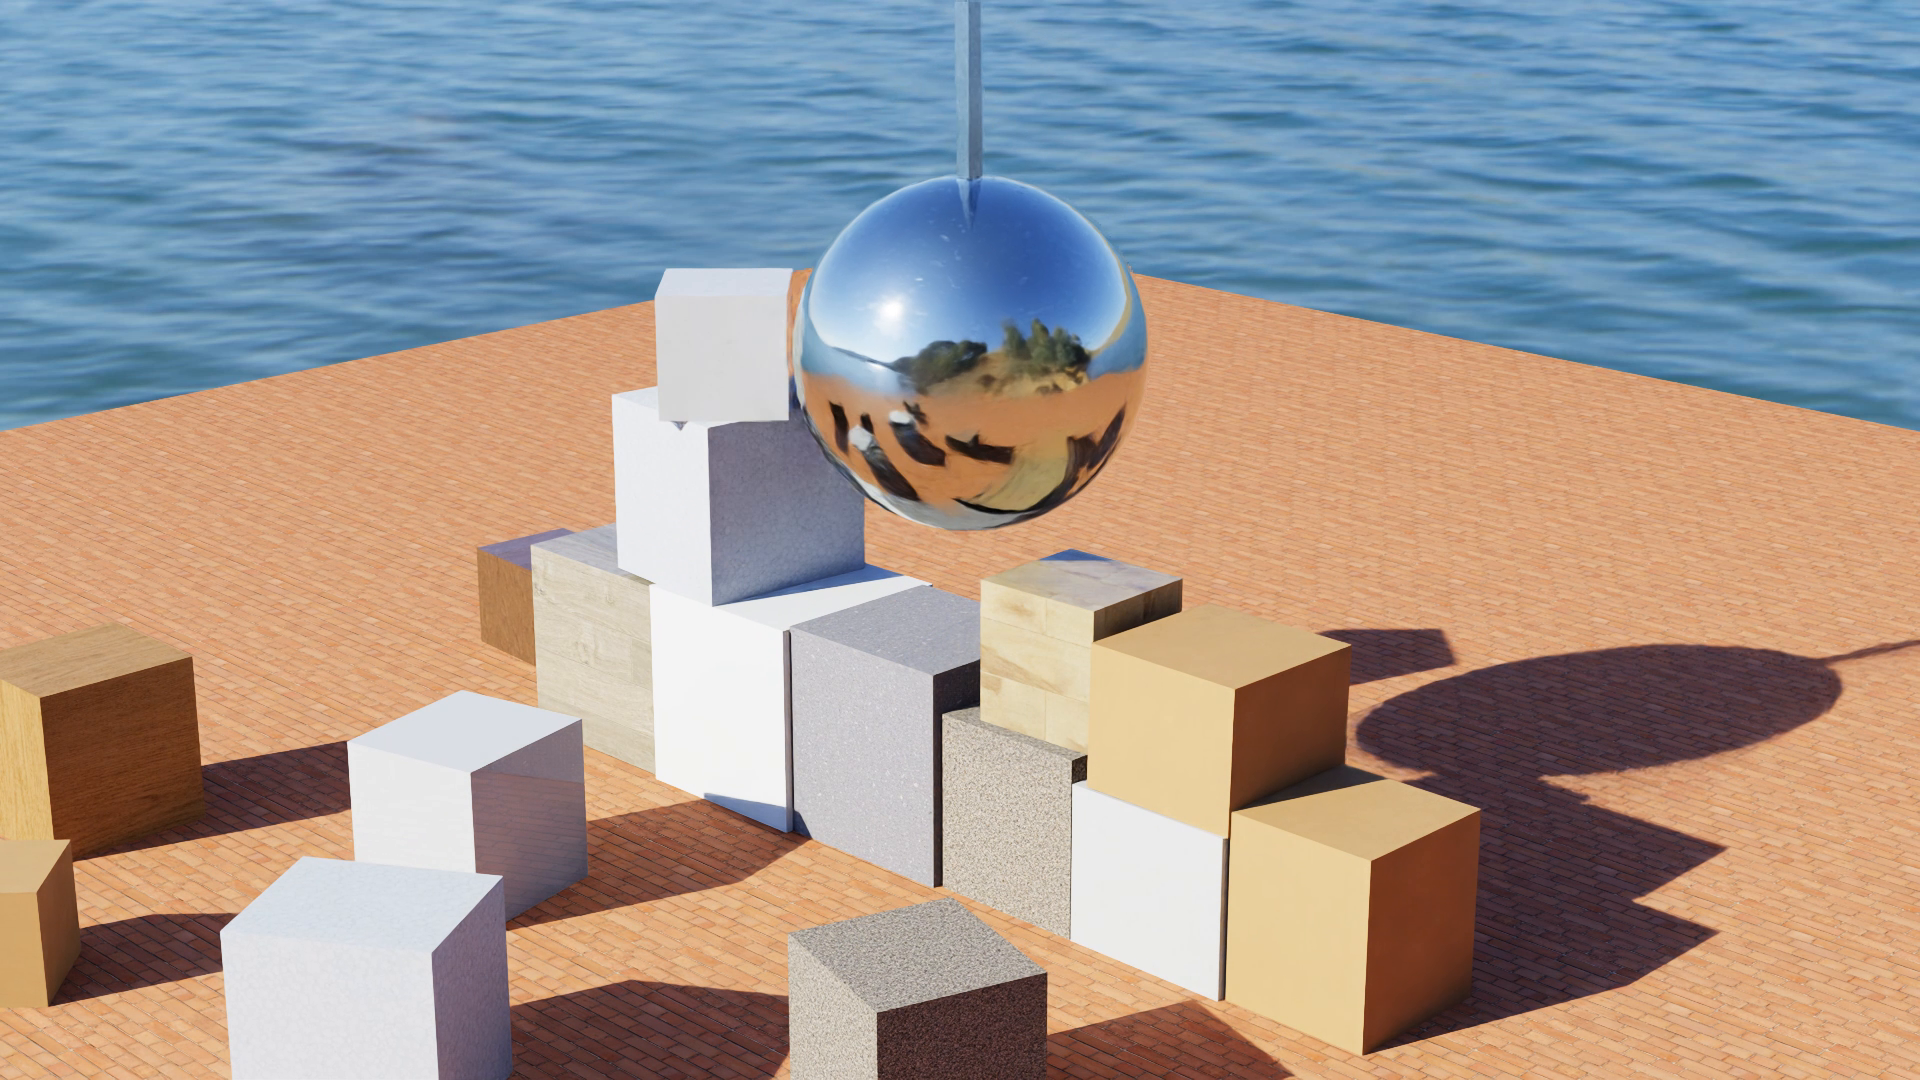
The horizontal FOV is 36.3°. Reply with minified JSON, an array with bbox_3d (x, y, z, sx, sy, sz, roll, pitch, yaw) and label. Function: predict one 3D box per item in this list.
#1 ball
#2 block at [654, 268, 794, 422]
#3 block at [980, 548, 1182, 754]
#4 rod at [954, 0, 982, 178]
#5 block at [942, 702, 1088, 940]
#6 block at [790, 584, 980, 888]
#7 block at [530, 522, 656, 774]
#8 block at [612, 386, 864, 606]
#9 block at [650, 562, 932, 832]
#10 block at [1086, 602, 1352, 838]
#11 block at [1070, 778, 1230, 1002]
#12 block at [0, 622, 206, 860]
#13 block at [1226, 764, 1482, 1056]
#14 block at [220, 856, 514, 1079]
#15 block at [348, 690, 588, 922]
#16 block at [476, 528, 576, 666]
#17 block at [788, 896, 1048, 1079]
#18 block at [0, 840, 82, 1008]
[{"bbox_3d":[0.047,-0.836,13.128,1.600,1.600,1.600,0,17,0],"label":"ball"},{"bbox_3d":[-1.114,-0.936,13.994,0.611,0.603,0.598,0,17,0],"label":"block"},{"bbox_3d":[0.533,0.483,12.914,0.641,0.656,0.609,15,23,40],"label":"block"},{"bbox_3d":[0.020,-4.071,12.084,0.080,5.200,0.080,17,25,42],"label":"rod"},{"bbox_3d":[0.482,1.176,13.201,0.799,0.840,0.785,-17,24,-42],"label":"block"},{"bbox_3d":[-0.150,0.898,13.773,0.948,1.028,0.874,17,24,42],"label":"block"},{"bbox_3d":[-1.512,0.503,15.095,0.929,0.989,0.993,-17,24,-42],"label":"block"},{"bbox_3d":[-1.082,-0.283,14.393,0.925,0.883,0.800,-14,22,-38],"label":"block"},{"bbox_3d":[-0.821,0.701,14.426,0.965,1.013,0.984,17,24,42],"label":"block"},{"bbox_3d":[1.096,0.748,12.433,0.772,0.651,0.782,17,24,41],"label":"block"},{"bbox_3d":[1.062,1.401,12.664,0.802,0.734,0.837,-17,24,-42],"label":"block"},{"bbox_3d":[-4.158,0.951,13.942,0.719,0.826,0.790,16,24,42],"label":"block"},{"bbox_3d":[1.622,1.511,12.122,0.710,0.848,0.744,17,24,42],"label":"block"},{"bbox_3d":[-2.263,1.781,11.273,0.840,0.842,0.709,4,18,12],"label":"block"},{"bbox_3d":[-2.204,1.215,13.193,0.705,0.771,0.766,10,20,30],"label":"block"},{"bbox_3d":[-2.253,0.329,16.377,0.577,0.552,0.693,-15,23,-39],"label":"block"},{"bbox_3d":[-0.167,1.890,11.152,0.708,0.707,0.764,-9,20,-27],"label":"block"},{"bbox_3d":[-4.057,1.613,12.347,0.526,0.519,0.545,-1,17,-2],"label":"block"}]
